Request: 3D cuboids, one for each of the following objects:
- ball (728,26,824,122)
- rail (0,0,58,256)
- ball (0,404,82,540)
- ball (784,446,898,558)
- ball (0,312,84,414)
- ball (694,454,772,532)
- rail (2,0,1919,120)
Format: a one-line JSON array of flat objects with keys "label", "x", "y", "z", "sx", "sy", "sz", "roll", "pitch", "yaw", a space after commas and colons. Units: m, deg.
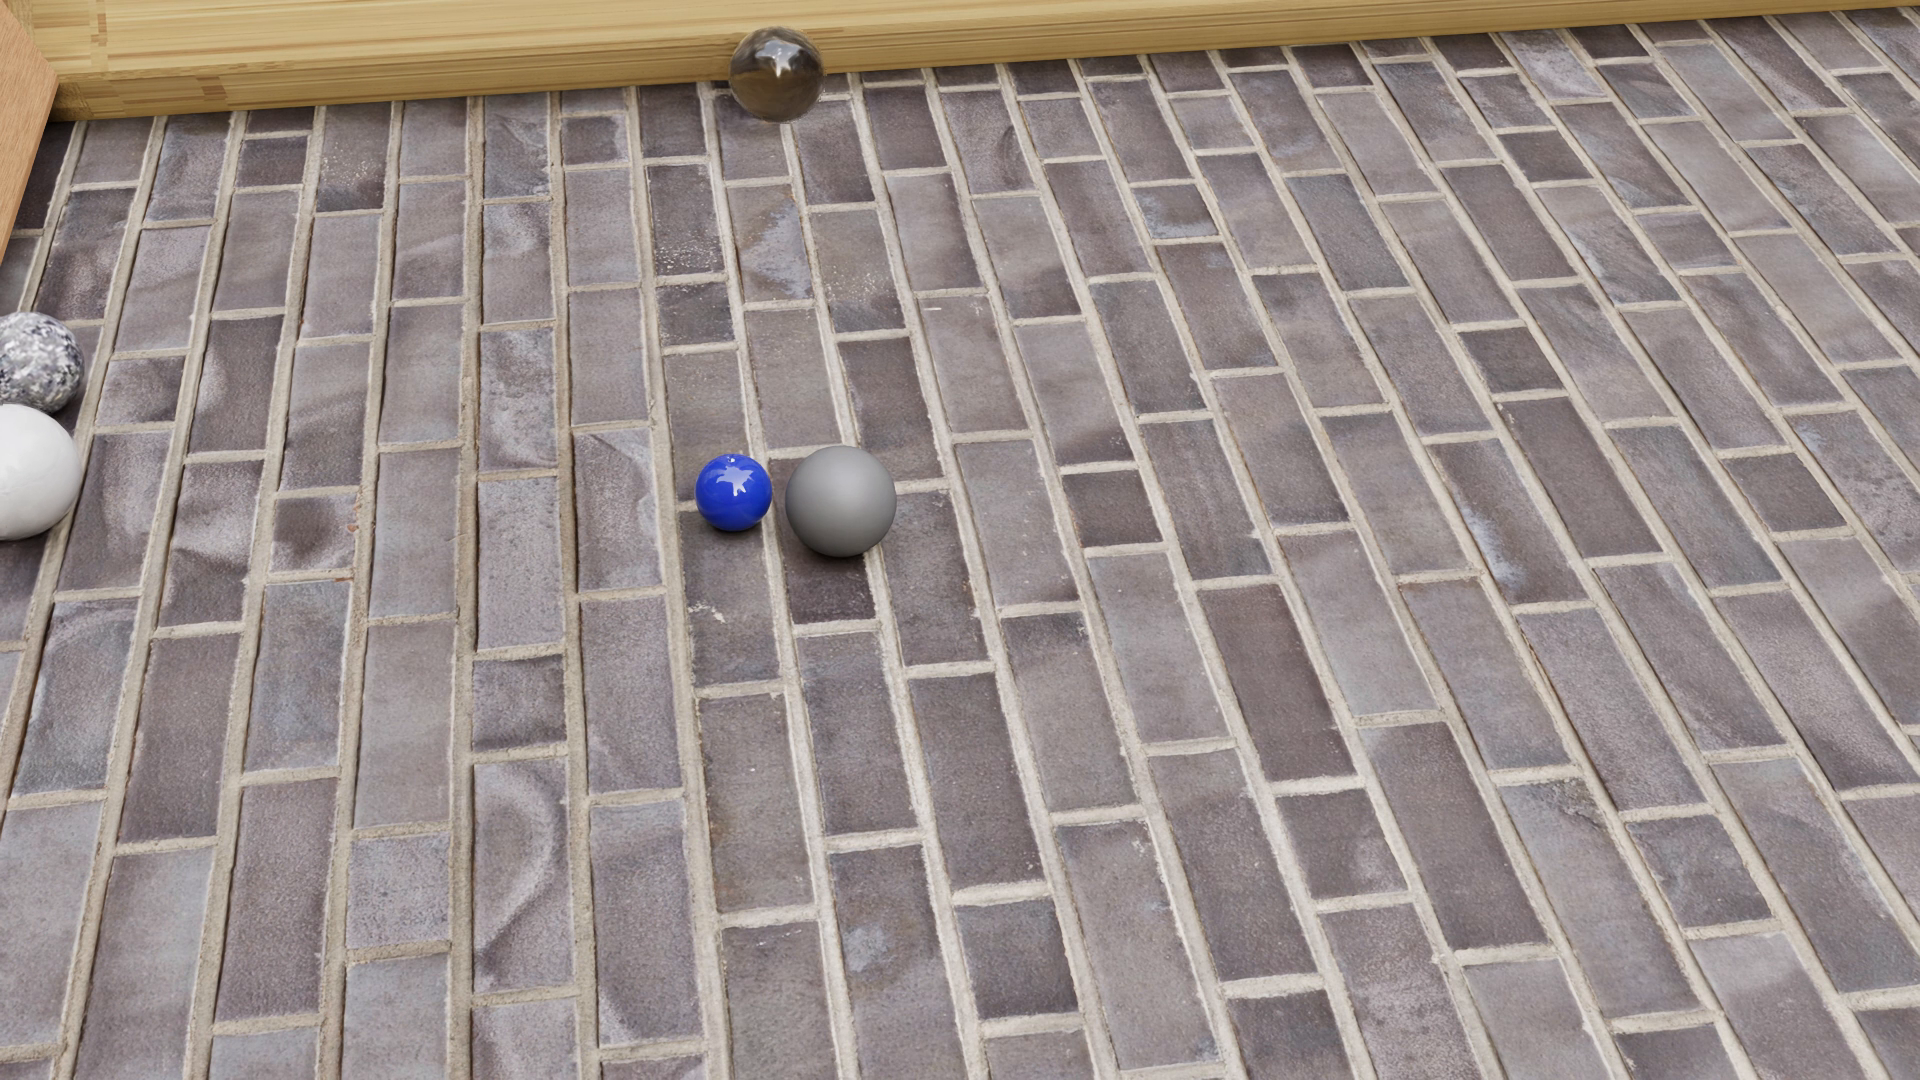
[{"label": "ball", "x": -0.159, "y": -0.402, "z": 2.214, "sx": 0.083, "sy": 0.083, "sz": 0.083, "roll": 0, "pitch": 36, "yaw": 0}, {"label": "rail", "x": -0.678, "y": 0.039, "z": 1.569, "sx": 0.045, "sy": 0.118, "sz": 1.566, "roll": -5, "pitch": 36, "yaw": -7}, {"label": "ball", "x": -0.634, "y": -0.045, "z": 1.711, "sx": 0.091, "sy": 0.091, "sz": 0.091, "roll": 0, "pitch": 36, "yaw": 0}, {"label": "ball", "x": -0.079, "y": -0.026, "z": 1.698, "sx": 0.074, "sy": 0.074, "sz": 0.074, "roll": 0, "pitch": 36, "yaw": 0}, {"label": "ball", "x": -0.666, "y": -0.125, "z": 1.835, "sx": 0.076, "sy": 0.076, "sz": 0.076, "roll": 0, "pitch": 36, "yaw": 0}, {"label": "ball", "x": -0.152, "y": -0.032, "z": 1.725, "sx": 0.053, "sy": 0.053, "sz": 0.053, "roll": 0, "pitch": 36, "yaw": 0}, {"label": "rail", "x": 0.593, "y": -0.516, "z": 2.340, "sx": 2.833, "sy": 0.118, "sz": 0.045, "roll": -5, "pitch": 36, "yaw": -7}]
